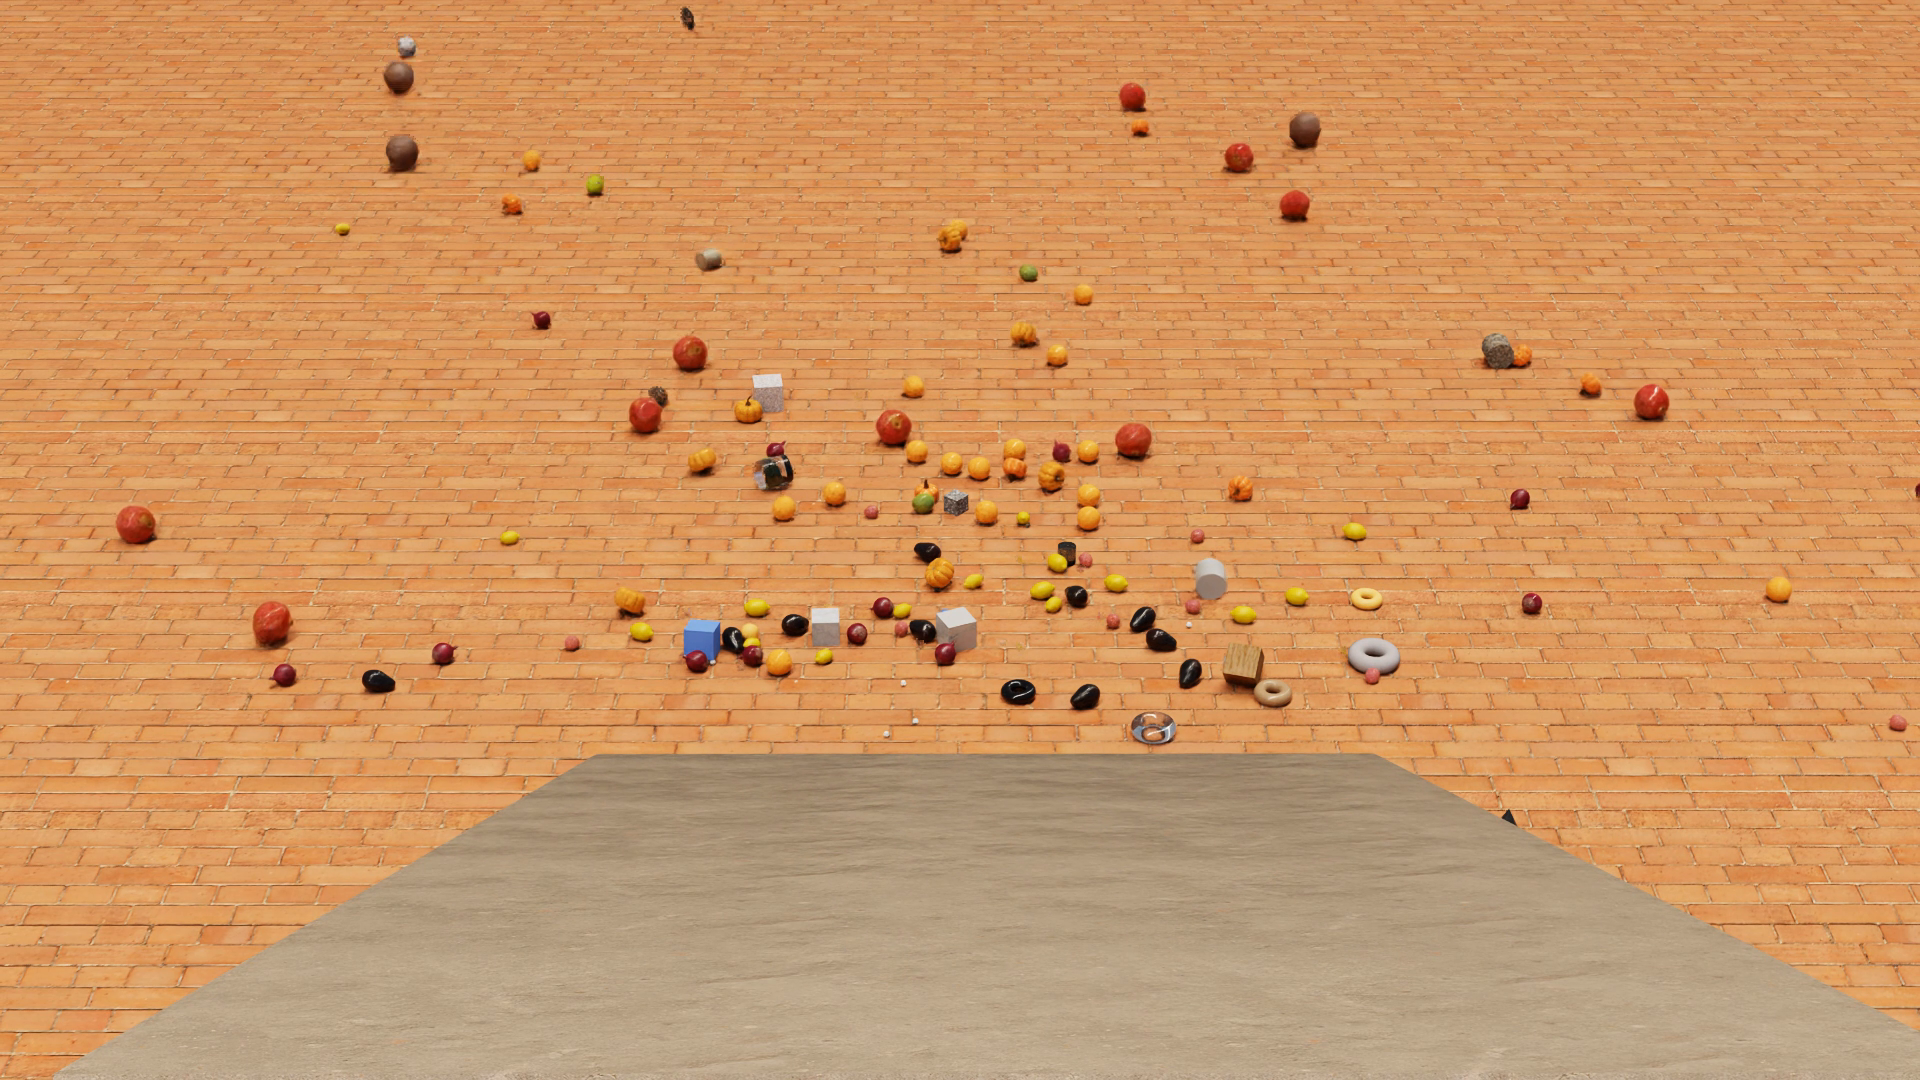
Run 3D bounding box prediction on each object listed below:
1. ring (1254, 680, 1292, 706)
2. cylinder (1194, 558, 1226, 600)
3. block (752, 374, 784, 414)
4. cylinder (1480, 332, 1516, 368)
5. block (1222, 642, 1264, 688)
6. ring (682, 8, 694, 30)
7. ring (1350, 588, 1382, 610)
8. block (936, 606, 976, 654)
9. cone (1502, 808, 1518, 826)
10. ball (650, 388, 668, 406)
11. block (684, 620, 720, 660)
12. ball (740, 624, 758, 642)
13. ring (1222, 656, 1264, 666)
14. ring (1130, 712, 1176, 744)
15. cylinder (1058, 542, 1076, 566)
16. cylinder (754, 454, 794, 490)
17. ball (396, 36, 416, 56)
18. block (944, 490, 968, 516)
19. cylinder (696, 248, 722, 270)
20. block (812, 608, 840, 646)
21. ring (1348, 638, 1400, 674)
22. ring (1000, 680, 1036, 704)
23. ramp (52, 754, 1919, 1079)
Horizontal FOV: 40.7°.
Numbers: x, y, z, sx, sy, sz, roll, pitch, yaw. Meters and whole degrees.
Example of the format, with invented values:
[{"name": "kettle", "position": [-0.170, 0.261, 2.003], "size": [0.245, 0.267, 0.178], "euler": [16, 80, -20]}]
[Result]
[{"name": "ring", "position": [0.850, 0.415, 7.028], "size": [0.106, 0.035, 0.106], "euler": [0, 31, 0]}, {"name": "cylinder", "position": [0.725, 0.113, 7.498], "size": [0.087, 0.087, 0.087], "euler": [1, 30, 2]}, {"name": "block", "position": [-0.632, -0.483, 8.524], "size": [0.093, 0.093, 0.093], "euler": [-4, 30, -7]}, {"name": "cylinder", "position": [1.829, -0.643, 8.801], "size": [0.093, 0.093, 0.093], "euler": [-9, 54, -15]}, {"name": "block", "position": [0.774, 0.341, 7.065], "size": [0.090, 0.090, 0.090], "euler": [9, 72, 16]}, {"name": "ring", "position": [-1.240, -2.375, 11.796], "size": [0.033, 0.098, 0.098], "euler": [-21, 36, -22]}, {"name": "ring", "position": [1.172, 0.170, 7.458], "size": [0.092, 0.031, 0.092], "euler": [0, 31, 0]}, {"name": "block", "position": [-0.010, 0.253, 7.256], "size": [0.086, 0.086, 0.086], "euler": [-13, 32, -21]}, {"name": "cone", "position": [1.370, 0.705, 6.477], "size": [0.083, 0.083, 0.083], "euler": [0, 30, 0]}, {"name": "ball", "position": [-0.995, -0.473, 8.541], "size": [0.060, 0.060, 0.060], "euler": [0, 30, 0]}, {"name": "block", "position": [-0.717, 0.278, 7.202], "size": [0.084, 0.084, 0.084], "euler": [4, 20, 7]}, {"name": "ball", "position": [-0.592, 0.260, 7.279], "size": [0.051, 0.051, 0.051], "euler": [0, 30, 0]}, {"name": "ring", "position": [0.783, 0.340, 7.156], "size": [0.112, 0.037, 0.112], "euler": [-1, 29, 1]}, {"name": "ring", "position": [0.514, 0.498, 6.879], "size": [0.123, 0.041, 0.123], "euler": [-1, 30, 1]}, {"name": "cylinder", "position": [0.316, 0.042, 7.654], "size": [0.055, 0.055, 0.055], "euler": [0, 30, 0]}, {"name": "cylinder", "position": [-0.580, -0.211, 8.055], "size": [0.092, 0.092, 0.092], "euler": [-15, 33, -24]}, {"name": "ball", "position": [-2.456, -2.189, 11.483], "size": [0.088, 0.088, 0.088], "euler": [0, 30, 0]}, {"name": "block", "position": [-0.012, -0.114, 7.924], "size": [0.054, 0.054, 0.054], "euler": [23, 37, 34]}, {"name": "cylinder", "position": [-0.923, -1.030, 9.496], "size": [0.069, 0.069, 0.069], "euler": [-26, 39, -37]}, {"name": "block", "position": [-0.378, 0.245, 7.280], "size": [0.077, 0.077, 0.077], "euler": [-1, 30, -2]}, {"name": "ring", "position": [1.148, 0.321, 7.177], "size": [0.146, 0.049, 0.146], "euler": [0, 31, 0]}, {"name": "ring", "position": [0.159, 0.412, 7.035], "size": [0.098, 0.033, 0.098], "euler": [-1, 30, 1]}, {"name": "ramp", "position": [0.067, 0.598, 4.657], "size": [2.000, 0.100, 4.000], "euler": [0, 0, 0]}]
